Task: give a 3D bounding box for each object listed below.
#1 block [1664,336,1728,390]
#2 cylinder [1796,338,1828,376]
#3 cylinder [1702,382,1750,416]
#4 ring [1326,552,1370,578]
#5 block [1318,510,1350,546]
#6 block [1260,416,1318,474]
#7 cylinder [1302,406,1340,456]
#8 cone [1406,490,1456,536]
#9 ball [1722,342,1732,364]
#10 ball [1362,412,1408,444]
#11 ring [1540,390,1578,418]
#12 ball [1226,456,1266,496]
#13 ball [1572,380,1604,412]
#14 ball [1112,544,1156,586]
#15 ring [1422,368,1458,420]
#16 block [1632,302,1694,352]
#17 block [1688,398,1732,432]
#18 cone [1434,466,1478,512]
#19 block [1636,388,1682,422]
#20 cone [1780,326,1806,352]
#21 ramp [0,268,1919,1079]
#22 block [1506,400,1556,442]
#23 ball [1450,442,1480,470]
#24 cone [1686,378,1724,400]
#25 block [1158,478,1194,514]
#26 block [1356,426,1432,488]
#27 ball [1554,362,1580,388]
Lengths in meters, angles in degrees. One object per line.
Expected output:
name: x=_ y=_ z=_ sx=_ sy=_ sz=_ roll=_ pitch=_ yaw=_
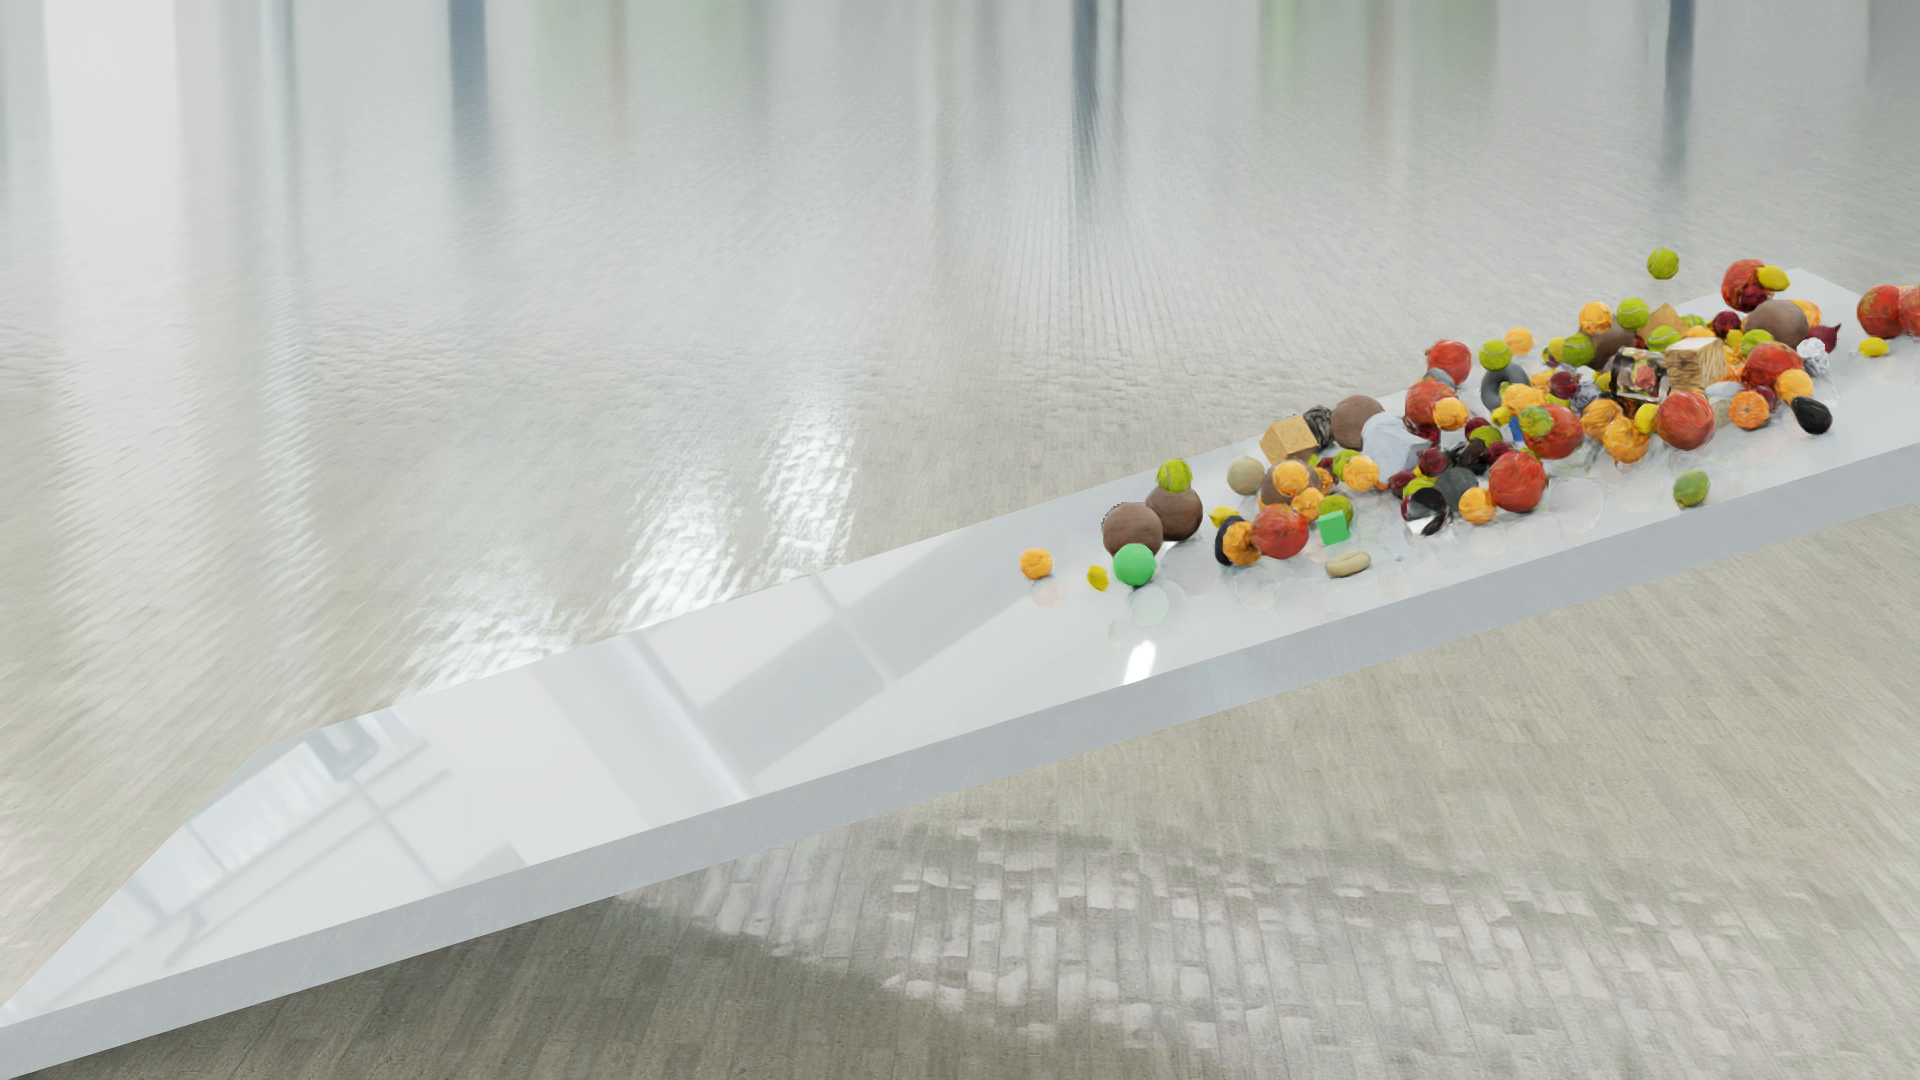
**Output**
block: x=1.432 y=-0.345 z=5.724 sx=0.080 sy=0.080 sz=0.080 roll=-25 pitch=18 yaw=-35
cylinder: x=1.713 y=-0.367 z=5.910 sx=0.054 sy=0.054 sz=0.054 roll=-15 pitch=44 yaw=15
cylinder: x=1.513 y=-0.278 z=5.810 sx=0.067 sy=0.067 sz=0.067 roll=-3 pitch=4 yaw=-16
ring: x=0.736 y=0.046 z=5.575 sx=0.089 sy=0.030 sz=0.089 roll=-19 pitch=10 yaw=3
block: x=0.745 y=-0.025 z=5.862 sx=0.051 sy=0.051 sz=0.051 roll=-16 pitch=11 yaw=13
block: x=0.713 y=-0.207 z=6.378 sx=0.080 sy=0.080 sz=0.080 roll=-16 pitch=-26 yaw=-24
cylinder: x=0.817 y=-0.251 z=6.794 sx=0.092 sy=0.092 sz=0.092 roll=7 pitch=23 yaw=32
cone: x=0.931 y=-0.049 z=5.692 sx=0.096 sy=0.096 sz=0.096 roll=-3 pitch=11 yaw=-43
ball: x=1.593 y=-0.391 z=6.173 sx=0.055 sy=0.055 sz=0.055 roll=0 pitch=12 yaw=0
ball: x=0.897 y=-0.222 z=6.210 sx=0.096 sy=0.096 sz=0.096 roll=0 pitch=12 yaw=0
ring: x=1.289 y=-0.290 z=6.331 sx=0.121 sy=0.040 sz=0.121 roll=-15 pitch=8 yaw=2
ball: x=0.638 y=-0.143 z=6.552 sx=0.088 sy=0.088 sz=0.088 roll=0 pitch=12 yaw=0
ball: x=1.289 y=-0.297 z=6.044 sx=0.065 sy=0.065 sz=0.065 roll=0 pitch=12 yaw=0
ball: x=0.358 y=0.051 z=6.031 sx=0.089 sy=0.089 sz=0.089 roll=0 pitch=12 yaw=0
ring: x=1.081 y=-0.328 z=6.626 sx=0.040 sy=0.120 sz=0.120 roll=-16 pitch=16 yaw=-19
block: x=1.480 y=-0.440 z=6.196 sx=0.087 sy=0.087 sz=0.087 roll=-41 pitch=-3 yaw=10
block: x=1.470 y=-0.245 z=5.761 sx=0.052 sy=0.052 sz=0.052 roll=-23 pitch=11 yaw=-22
cone: x=0.988 y=-0.086 z=5.760 sx=0.093 sy=0.093 sz=0.093 roll=8 pitch=-12 yaw=34
block: x=1.421 y=-0.278 z=5.989 sx=0.059 sy=0.059 sz=0.059 roll=-22 pitch=11 yaw=-16
cone: x=1.775 y=-0.420 z=6.215 sx=0.059 sy=0.059 sz=0.059 roll=7 pitch=5 yaw=-37
ramp: x=0.101 y=0.182 z=6.310 sx=4.000 sy=0.100 sz=2.000 roll=-17 pitch=10 yaw=5
block: x=1.205 y=-0.252 z=6.208 sx=0.066 sy=0.066 sz=0.066 roll=-9 pitch=14 yaw=41
ball: x=1.044 y=-0.173 z=6.085 sx=0.062 sy=0.062 sz=0.062 roll=0 pitch=12 yaw=0
cone: x=1.518 y=-0.300 z=5.971 sx=0.100 sy=0.100 sz=0.100 roll=0 pitch=42 yaw=2
block: x=0.485 y=-0.098 z=6.601 sx=0.053 sy=0.053 sz=0.053 roll=7 pitch=42 yaw=30
block: x=0.895 y=-0.172 z=6.068 sx=0.099 sy=0.099 sz=0.099 roll=25 pitch=15 yaw=29
ball: x=1.310 y=-0.354 z=6.348 sx=0.056 sy=0.056 sz=0.056 roll=0 pitch=12 yaw=0
